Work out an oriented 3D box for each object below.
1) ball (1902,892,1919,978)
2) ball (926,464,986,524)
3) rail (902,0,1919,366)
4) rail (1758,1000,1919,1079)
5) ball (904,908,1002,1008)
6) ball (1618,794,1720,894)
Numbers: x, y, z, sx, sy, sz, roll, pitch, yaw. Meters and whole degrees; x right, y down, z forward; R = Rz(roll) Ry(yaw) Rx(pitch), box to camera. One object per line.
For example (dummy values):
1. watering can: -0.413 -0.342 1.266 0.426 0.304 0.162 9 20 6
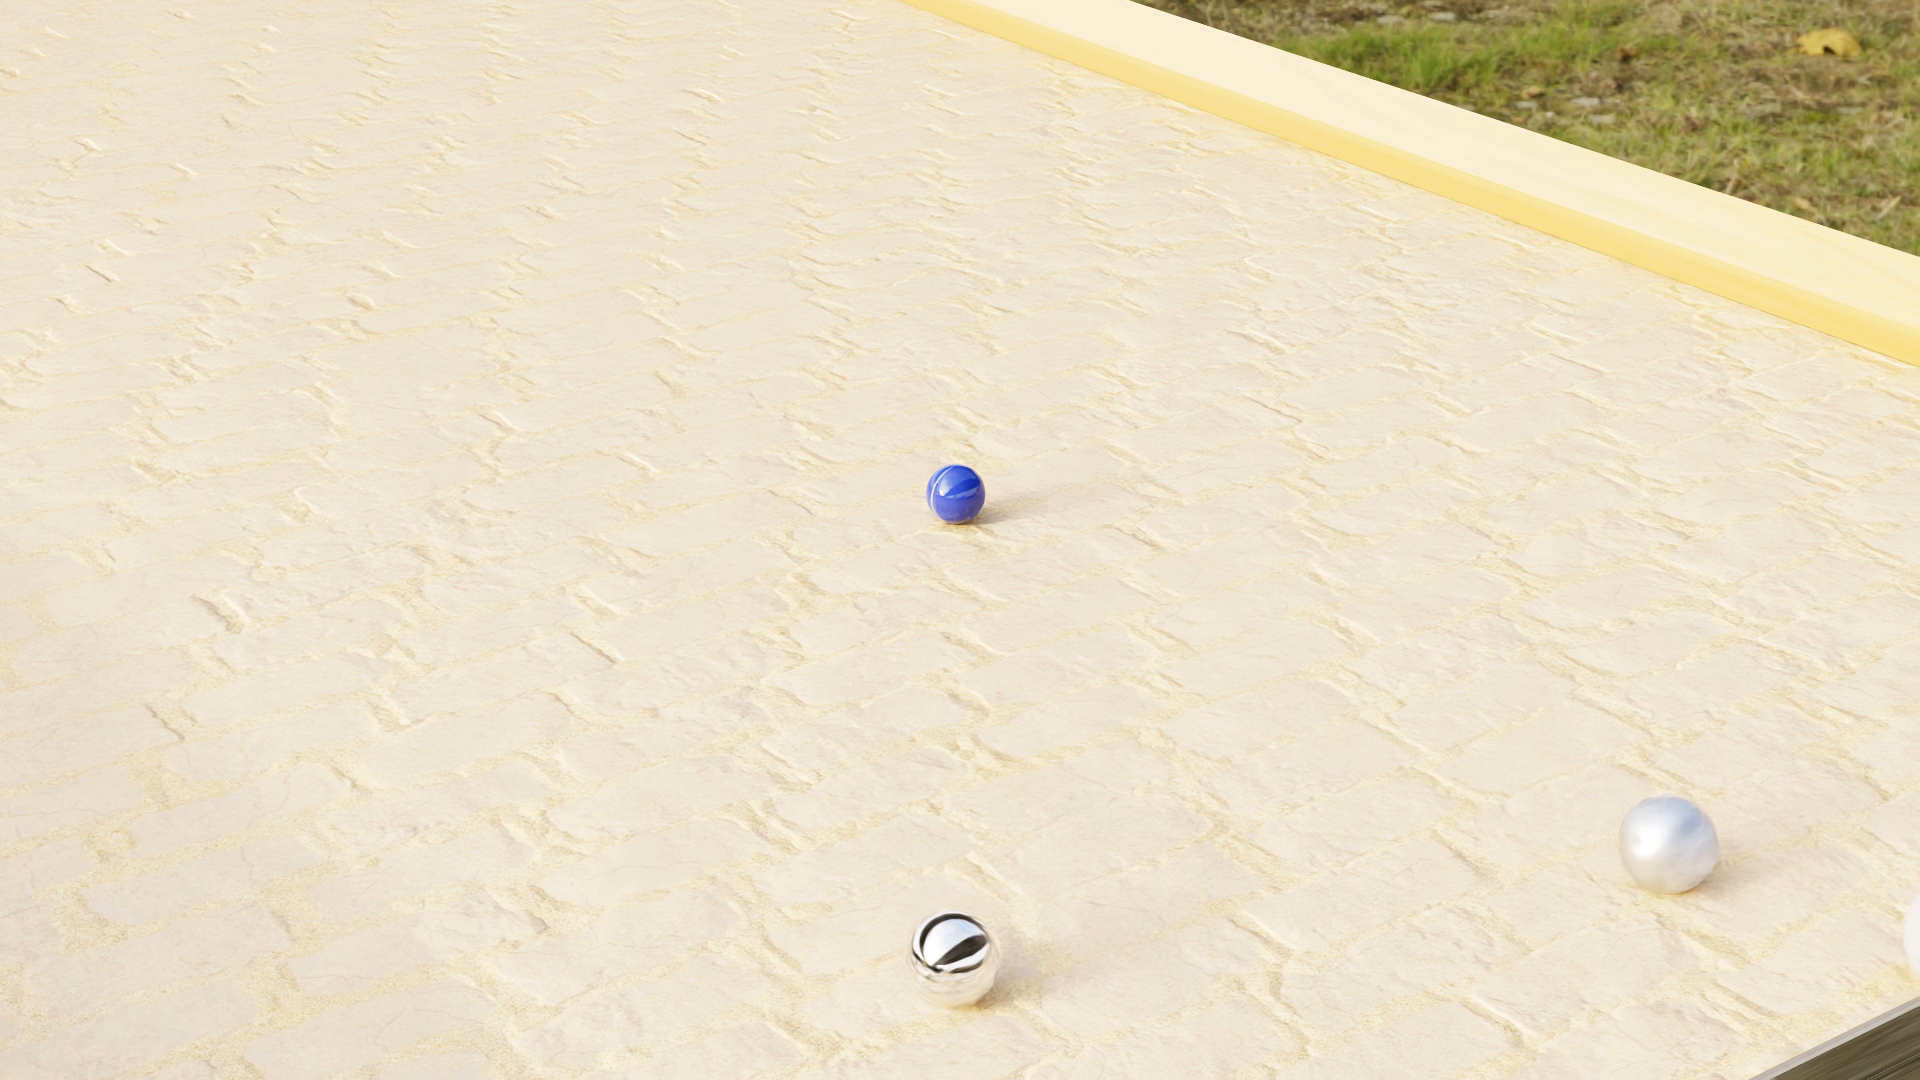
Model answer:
1. ball: 0.583 0.229 1.695 0.075 0.075 0.075 0 24 0
2. ball: -0.003 -0.037 2.315 0.048 0.048 0.048 0 24 0
3. rail: 0.258 -0.538 3.362 0.045 0.097 3.542 -16 29 -32
4. rail: 0.495 0.273 1.568 1.920 0.097 0.045 -16 29 -32
5. ball: -0.004 0.240 1.691 0.057 0.057 0.057 0 24 0
6. ball: 0.435 0.186 1.805 0.061 0.061 0.061 0 24 0
